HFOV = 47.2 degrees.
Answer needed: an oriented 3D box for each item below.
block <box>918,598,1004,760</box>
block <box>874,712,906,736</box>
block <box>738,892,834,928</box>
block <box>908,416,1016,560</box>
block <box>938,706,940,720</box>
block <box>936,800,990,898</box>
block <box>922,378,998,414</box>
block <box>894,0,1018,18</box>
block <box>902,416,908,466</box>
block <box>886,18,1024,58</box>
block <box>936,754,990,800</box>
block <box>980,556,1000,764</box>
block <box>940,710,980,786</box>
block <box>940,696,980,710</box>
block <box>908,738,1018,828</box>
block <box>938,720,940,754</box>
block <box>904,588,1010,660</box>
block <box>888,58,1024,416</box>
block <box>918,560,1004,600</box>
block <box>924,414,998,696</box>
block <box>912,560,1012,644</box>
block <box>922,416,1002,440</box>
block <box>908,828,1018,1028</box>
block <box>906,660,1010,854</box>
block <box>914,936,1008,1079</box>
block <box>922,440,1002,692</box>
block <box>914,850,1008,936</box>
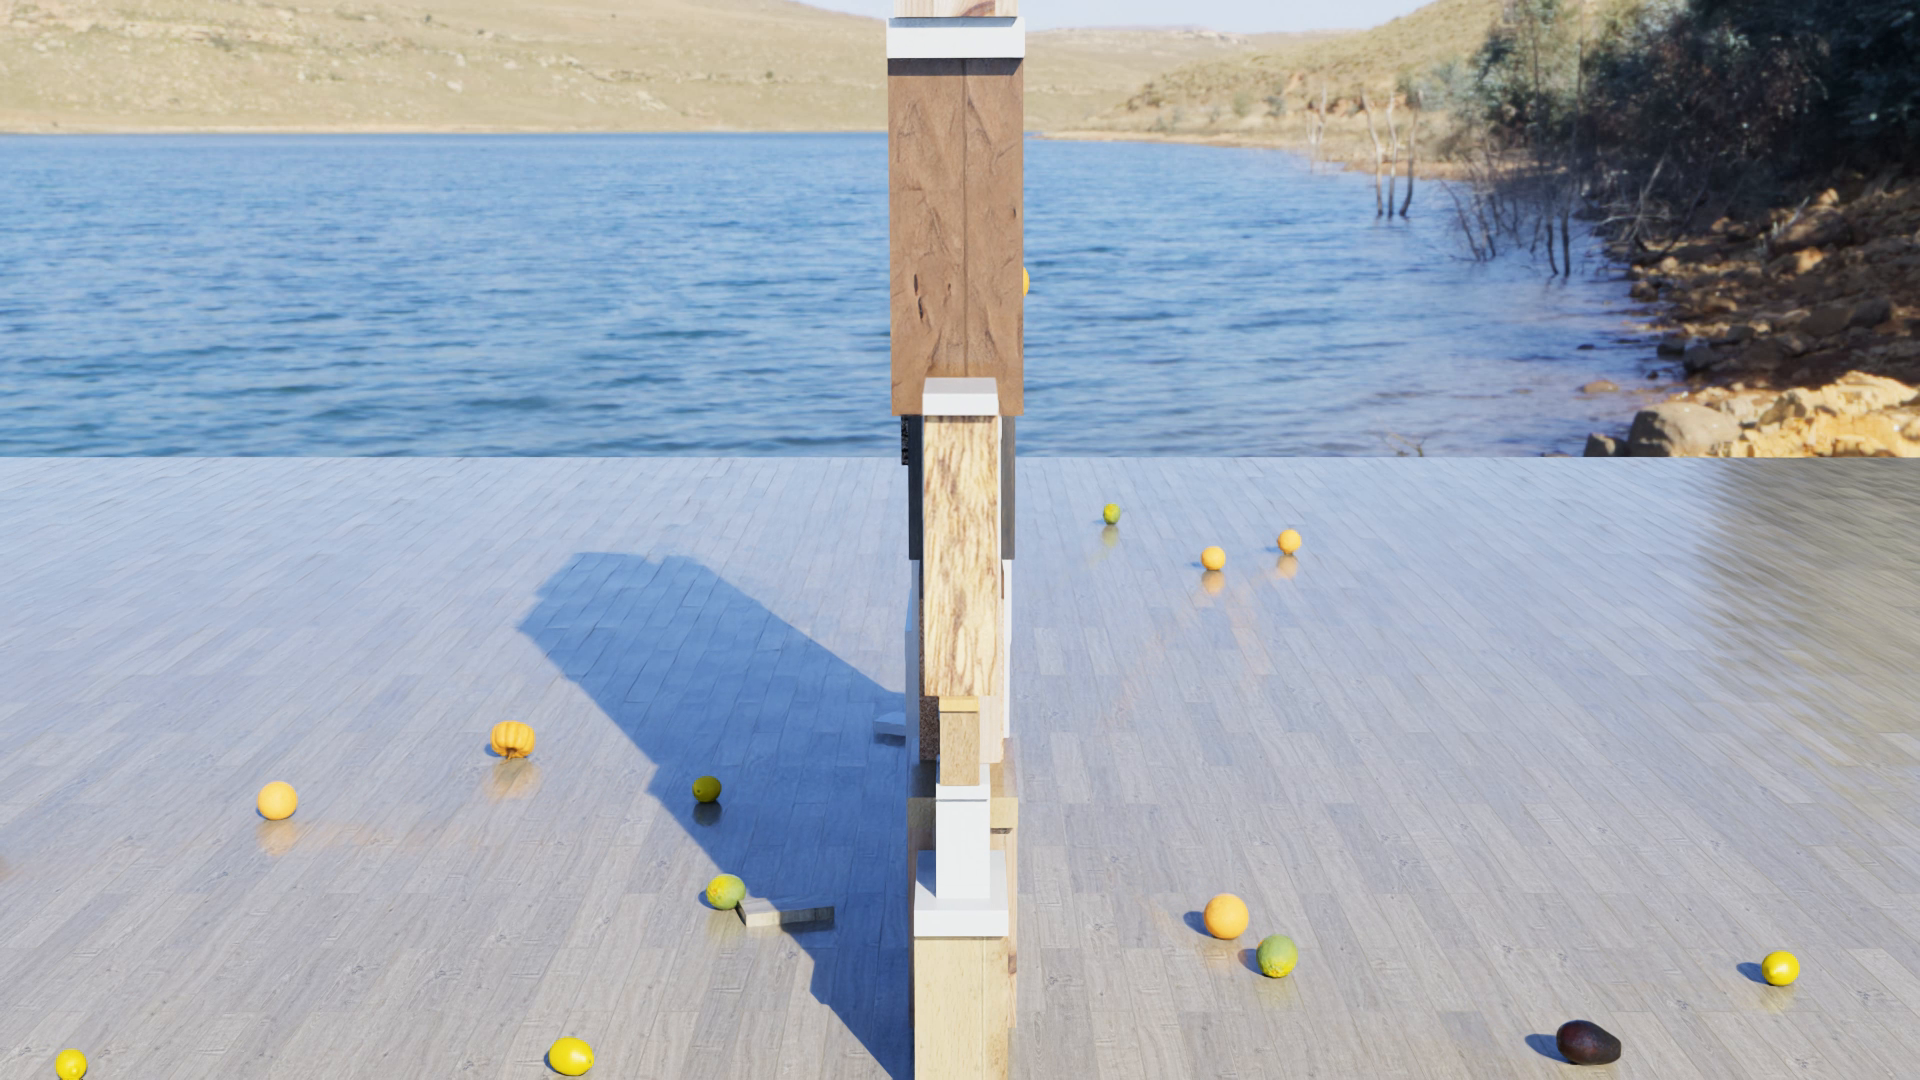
[{"bbox_3d":[0.002,0.197,3.206,0.122,0.245,0.035,0,11,0],"label":"block"},{"bbox_3d":[-0.089,0.394,4.656,0.169,0.024,0.085,5,12,26],"label":"block"},{"bbox_3d":[-0.282,0.599,3.566,0.144,0.020,0.072,-3,11,-16],"label":"block"},{"bbox_3d":[0.002,-0.129,3.241,0.157,0.314,0.044,0,11,0],"label":"block"},{"bbox_3d":[0.003,0.245,2.985,0.054,0.015,0.108,-1,11,-7],"label":"block"},{"bbox_3d":[0.004,0.394,2.843,0.069,0.138,0.020,0,11,0],"label":"block"},{"bbox_3d":[0.000,-0.183,2.793,0.091,0.026,0.183,0,11,0],"label":"block"},{"bbox_3d":[-0.006,-0.835,2.823,0.160,0.319,0.045,0,10,0],"label":"block"},{"bbox_3d":[-0.006,-0.299,3.542,0.177,0.354,0.050,0,11,0],"label":"block"},{"bbox_3d":[-0.005,-0.685,3.031,0.179,0.051,0.358,0,10,0],"label":"block"},{"bbox_3d":[0.004,0.309,2.874,0.069,0.020,0.138,0,11,0],"label":"block"},{"bbox_3d":[0.019,0.158,2.881,0.065,0.274,0.018,-2,9,-13],"label":"block"},{"bbox_3d":[0.000,0.262,2.798,0.050,0.101,0.014,0,11,0],"label":"block"},{"bbox_3d":[-0.001,0.199,2.820,0.050,0.014,0.101,0,11,0],"label":"block"},{"bbox_3d":[0.004,0.348,3.182,0.153,0.043,0.305,0,11,0],"label":"block"},{"bbox_3d":[-0.002,0.299,3.034,0.054,0.108,0.015,-1,11,-5],"label":"block"},{"bbox_3d":[-0.004,0.148,3.943,0.180,0.051,0.359,0,11,0],"label":"block"},{"bbox_3d":[-0.005,-0.405,2.961,0.179,0.473,0.051,0,11,0],"label":"block"},{"bbox_3d":[0.002,0.045,3.260,0.122,0.035,0.245,0,11,0],"label":"block"},{"bbox_3d":[0.001,0.018,2.769,0.091,0.360,0.026,0,10,0],"label":"block"},{"bbox_3d":[0.002,-0.081,3.463,0.157,0.490,0.044,0,11,0],"label":"block"},{"bbox_3d":[0.002,-0.169,3.067,0.107,0.030,0.213,0,11,0],"label":"block"},{"bbox_3d":[0.004,0.538,3.114,0.153,0.305,0.043,0,11,0],"label":"block"},{"bbox_3d":[-0.004,0.371,3.862,0.180,0.359,0.051,0,11,0],"label":"block"},{"bbox_3d":[0.002,0.617,2.868,0.120,0.240,0.034,0,11,0],"label":"block"},{"bbox_3d":[0.003,0.033,3.032,0.107,0.355,0.030,0,11,0],"label":"block"},{"bbox_3d":[0.002,0.467,2.922,0.120,0.034,0.240,0,11,0],"label":"block"}]
